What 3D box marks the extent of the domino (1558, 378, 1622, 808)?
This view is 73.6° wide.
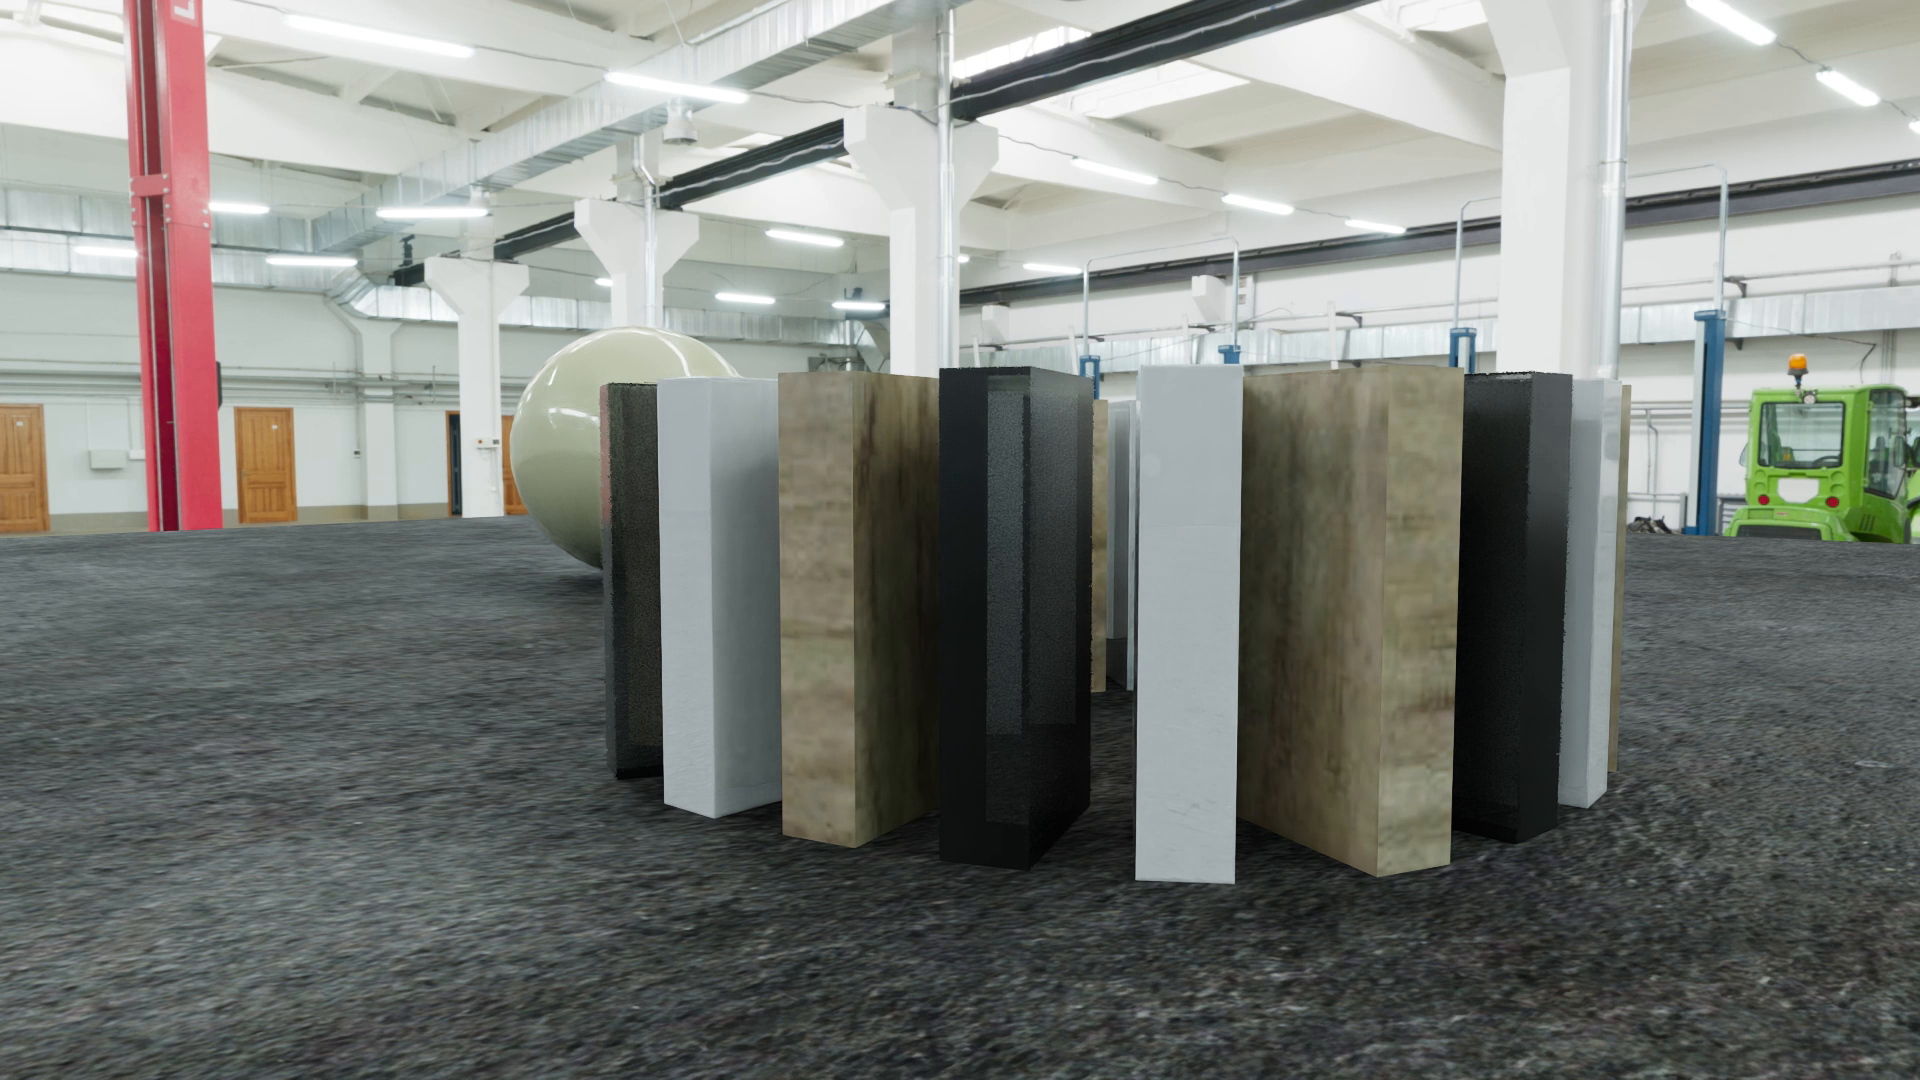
[{"bbox_3d":[0.067,0.006,0.159,0.025,0.050,0.009,3,5,38],"label":"domino"}]

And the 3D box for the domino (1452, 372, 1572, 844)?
[{"bbox_3d":[0.055,0.007,0.147,0.009,0.050,0.025,-4,6,-41],"label":"domino"}]

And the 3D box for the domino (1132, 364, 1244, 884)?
[{"bbox_3d":[0.023,0.007,0.135,0.009,0.050,0.025,1,4,7],"label":"domino"}]

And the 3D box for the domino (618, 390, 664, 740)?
[{"bbox_3d":[-0.035,0.004,0.187,0.025,0.050,0.009,0,4,5],"label":"domino"}]

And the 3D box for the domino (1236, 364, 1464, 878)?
[{"bbox_3d":[0.040,0.007,0.138,0.010,0.050,0.025,-2,5,-24],"label":"domino"}]

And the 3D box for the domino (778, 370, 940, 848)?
[{"bbox_3d":[-0.009,0.007,0.147,0.009,0.050,0.025,2,5,29],"label":"domino"}]

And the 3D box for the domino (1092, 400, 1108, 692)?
[{"bbox_3d":[0.016,0.000,0.228,0.010,0.050,0.025,-2,5,-25],"label":"domino"}]

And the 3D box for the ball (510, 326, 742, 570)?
[{"bbox_3d":[-0.102,-0.028,0.412,0.080,0.080,0.080,0,4,0],"label":"ball"}]

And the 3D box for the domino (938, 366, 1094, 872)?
[{"bbox_3d":[0.007,0.007,0.139,0.009,0.050,0.025,2,5,20],"label":"domino"}]

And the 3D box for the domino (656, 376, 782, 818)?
[{"bbox_3d":[-0.023,0.006,0.156,0.010,0.050,0.025,4,6,41],"label":"domino"}]

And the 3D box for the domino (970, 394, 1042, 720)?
[{"bbox_3d":[0.000,0.002,0.201,0.025,0.050,0.010,0,4,0],"label":"domino"}]

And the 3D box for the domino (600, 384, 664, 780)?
[{"bbox_3d":[-0.034,0.005,0.170,0.025,0.050,0.010,-2,5,-23],"label":"domino"}]

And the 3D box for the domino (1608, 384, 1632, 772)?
[{"bbox_3d":[0.076,0.005,0.174,0.025,0.050,0.010,2,5,24],"label":"domino"}]

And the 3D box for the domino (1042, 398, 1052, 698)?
[{"bbox_3d":[0.002,0.001,0.218,0.025,0.050,0.009,2,5,23],"label":"domino"}]

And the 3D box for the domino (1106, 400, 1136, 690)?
[{"bbox_3d":[0.032,0.000,0.233,0.010,0.050,0.025,-1,4,-8],"label":"domino"}]
